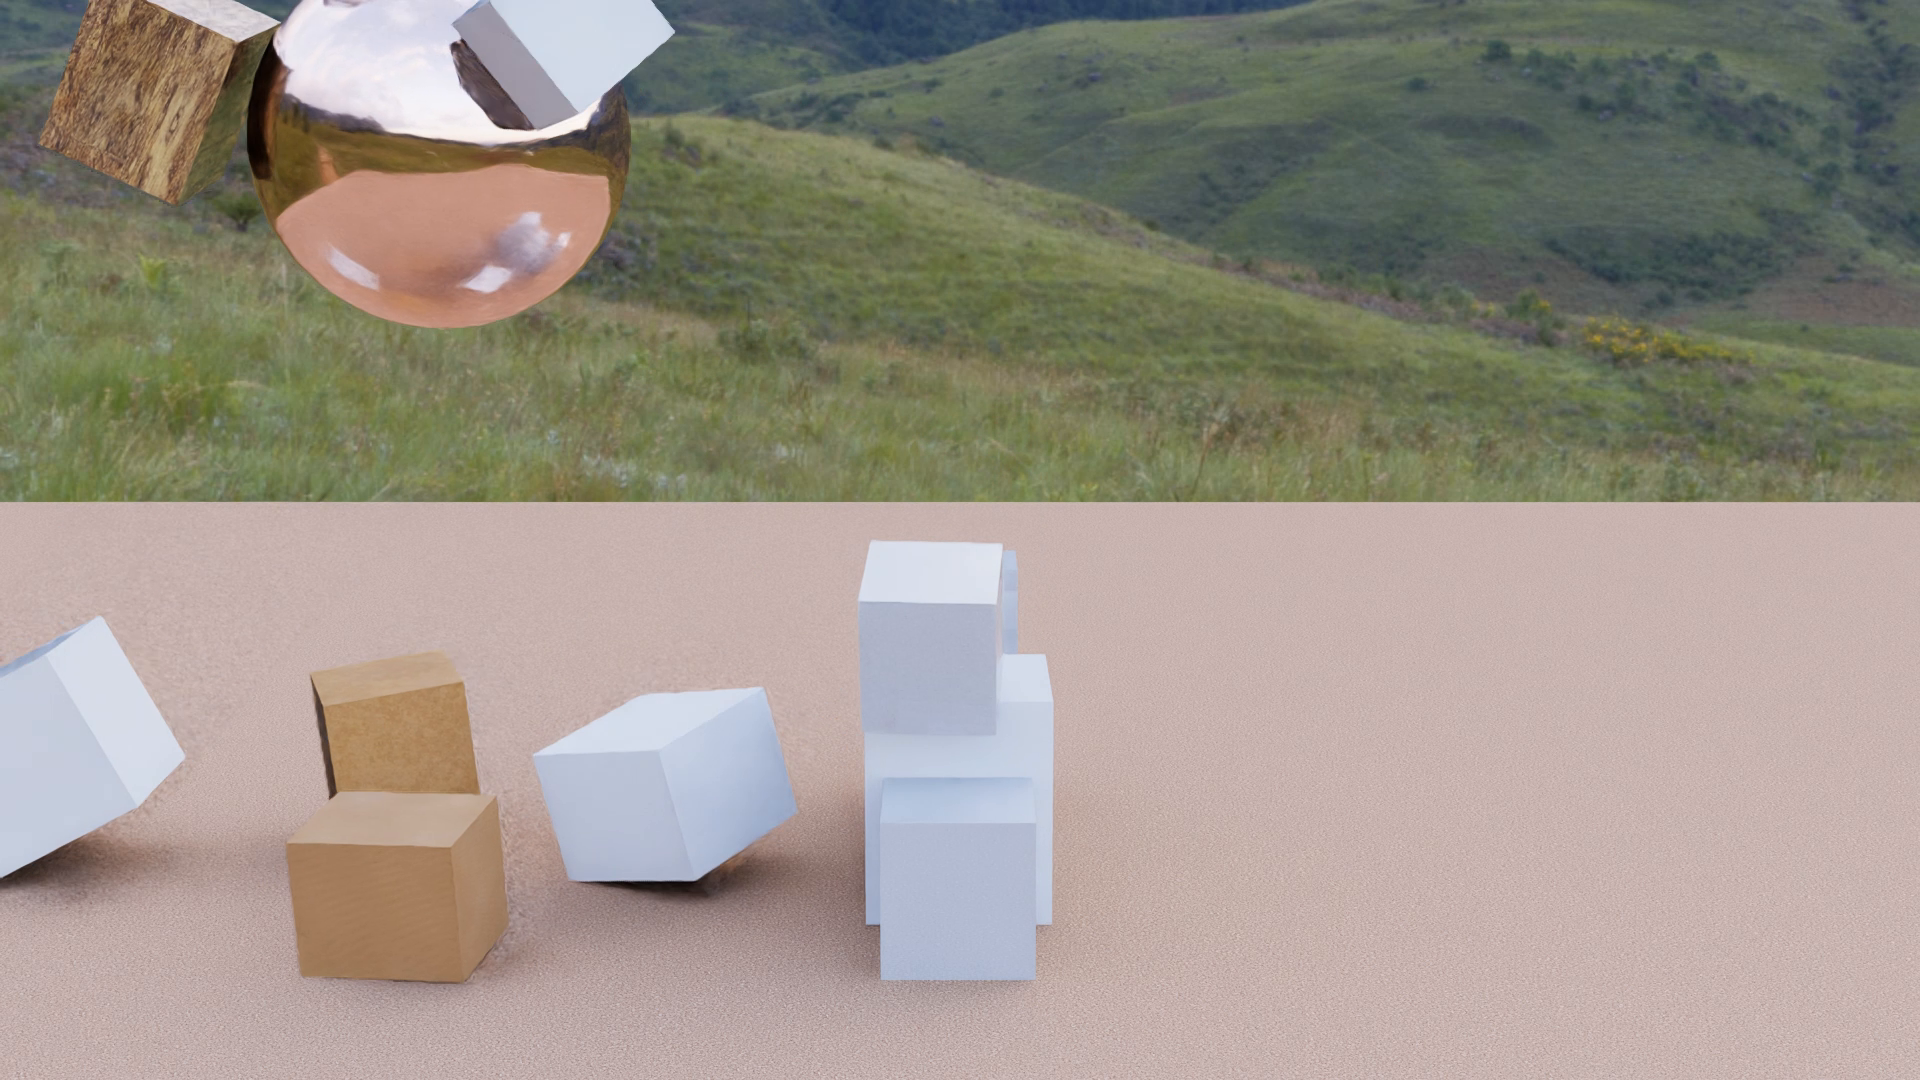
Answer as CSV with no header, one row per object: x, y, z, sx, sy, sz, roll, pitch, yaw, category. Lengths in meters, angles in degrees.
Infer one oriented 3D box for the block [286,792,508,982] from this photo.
-2.233,1.375,10.231,0.671,0.568,0.542,0,16,9,block

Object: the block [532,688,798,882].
-1.291,1.077,11.314,0.740,0.595,0.745,-6,15,36,block

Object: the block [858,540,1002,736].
-0.111,0.393,10.423,0.543,0.594,0.537,1,26,3,block

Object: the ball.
-2.197,-1.697,10.872,1.600,1.600,1.600,0,10,0,ball

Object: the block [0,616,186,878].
-4.115,0.938,11.460,0.819,0.764,0.821,-27,10,3,block

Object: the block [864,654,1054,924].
-0.007,1.058,11.065,0.777,0.959,0.874,0,10,0,block

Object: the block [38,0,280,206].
-3.340,-1.920,10.750,0.601,0.737,0.668,24,17,-7,block

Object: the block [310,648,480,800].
-2.607,0.989,11.873,0.623,0.744,0.707,-10,13,-17,block

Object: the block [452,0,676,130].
-1.549,-1.996,10.006,0.517,0.532,0.528,-45,19,-19,block

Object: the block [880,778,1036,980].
-0.007,1.354,10.334,0.607,0.639,0.656,0,10,0,block

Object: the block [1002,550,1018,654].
0.000,0.399,11.915,0.524,0.621,0.495,0,10,0,block
